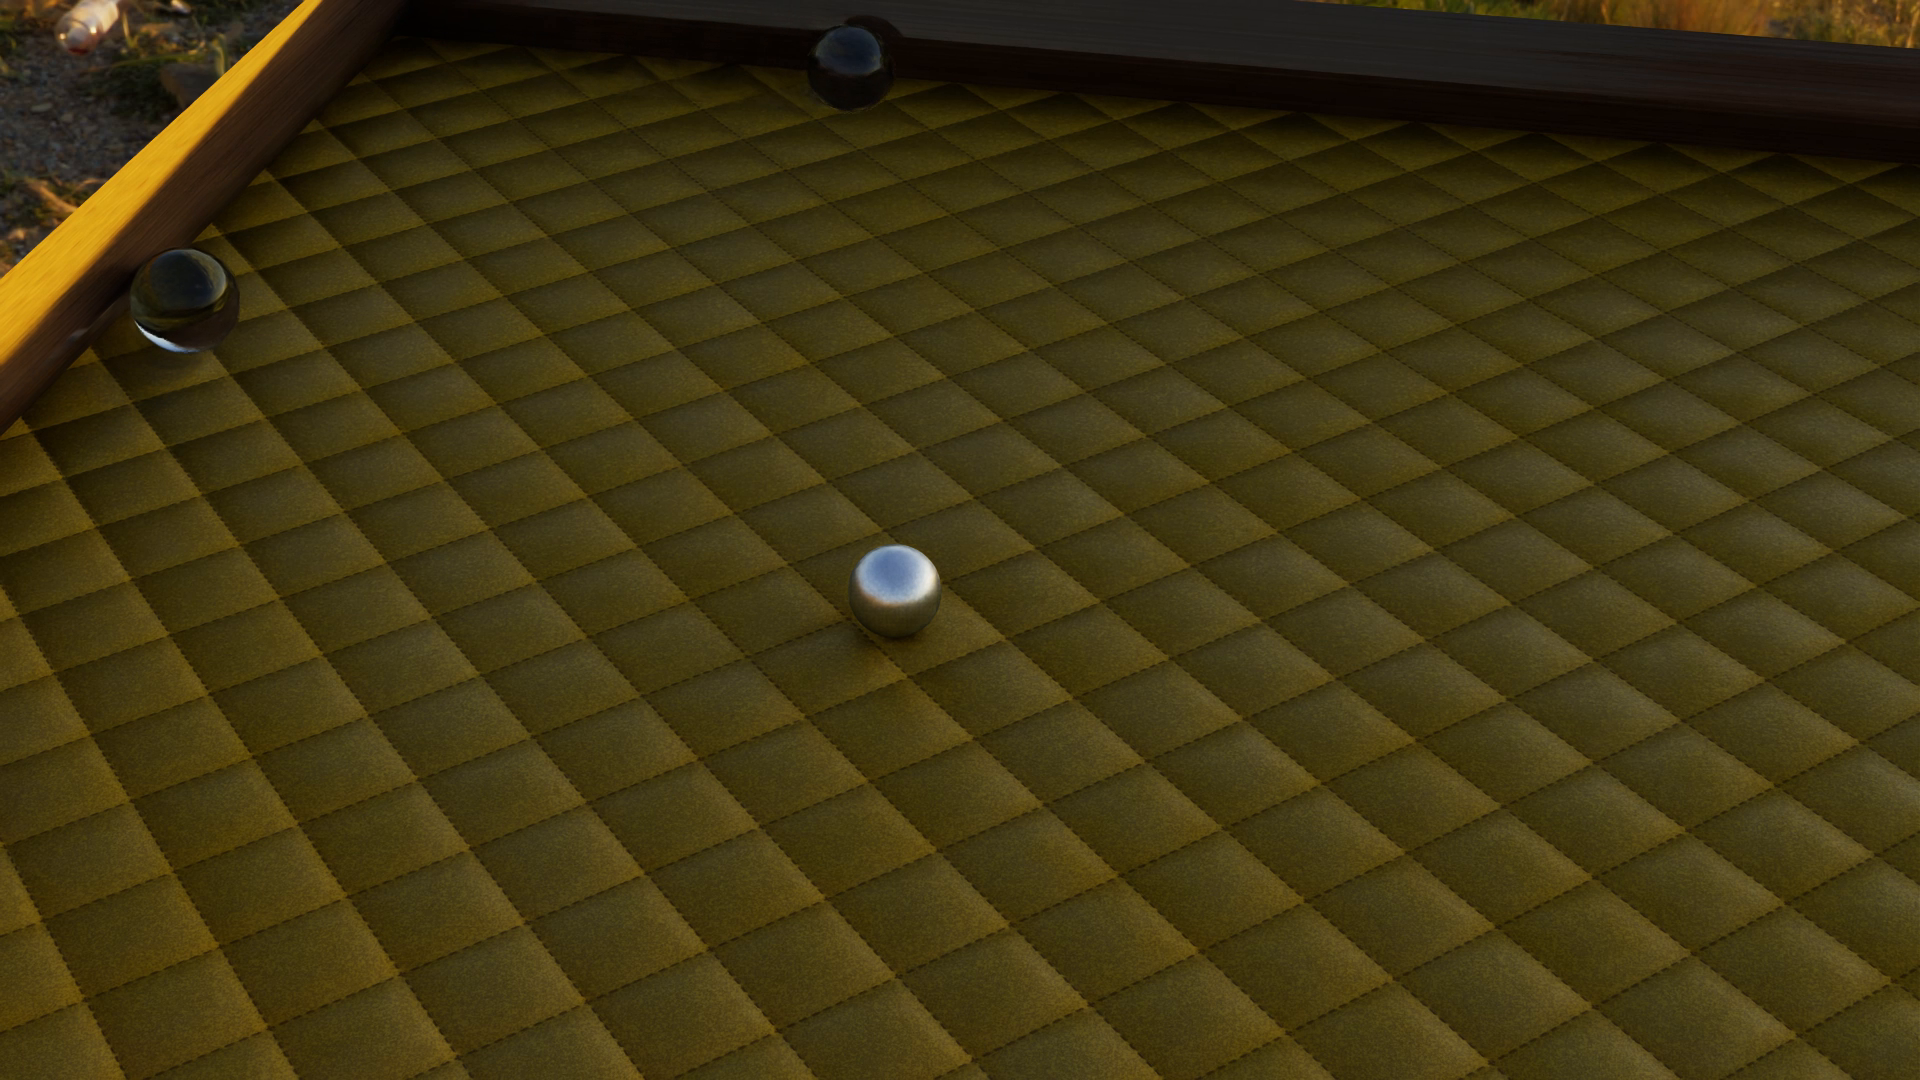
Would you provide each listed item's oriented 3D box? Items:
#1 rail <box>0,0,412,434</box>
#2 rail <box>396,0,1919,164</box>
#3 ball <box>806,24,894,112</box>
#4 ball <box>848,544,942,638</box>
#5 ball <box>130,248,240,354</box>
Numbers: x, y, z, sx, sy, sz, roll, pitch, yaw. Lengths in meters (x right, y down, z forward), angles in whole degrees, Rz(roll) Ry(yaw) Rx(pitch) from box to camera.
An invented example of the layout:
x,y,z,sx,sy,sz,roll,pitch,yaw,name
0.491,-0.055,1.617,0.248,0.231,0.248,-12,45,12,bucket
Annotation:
x,y,z,sx,sy,sz,roll,pitch,yaw,name
-0.809,-0.111,2.115,0.045,0.123,1.877,7,35,10,rail
1.018,-0.421,2.576,3.401,0.123,0.045,7,35,10,rail
-0.117,-0.501,2.723,0.093,0.093,0.093,0,34,0,ball
-0.049,0.039,1.940,0.071,0.071,0.071,0,34,0,ball
-0.693,-0.214,2.295,0.095,0.095,0.095,0,34,0,ball
